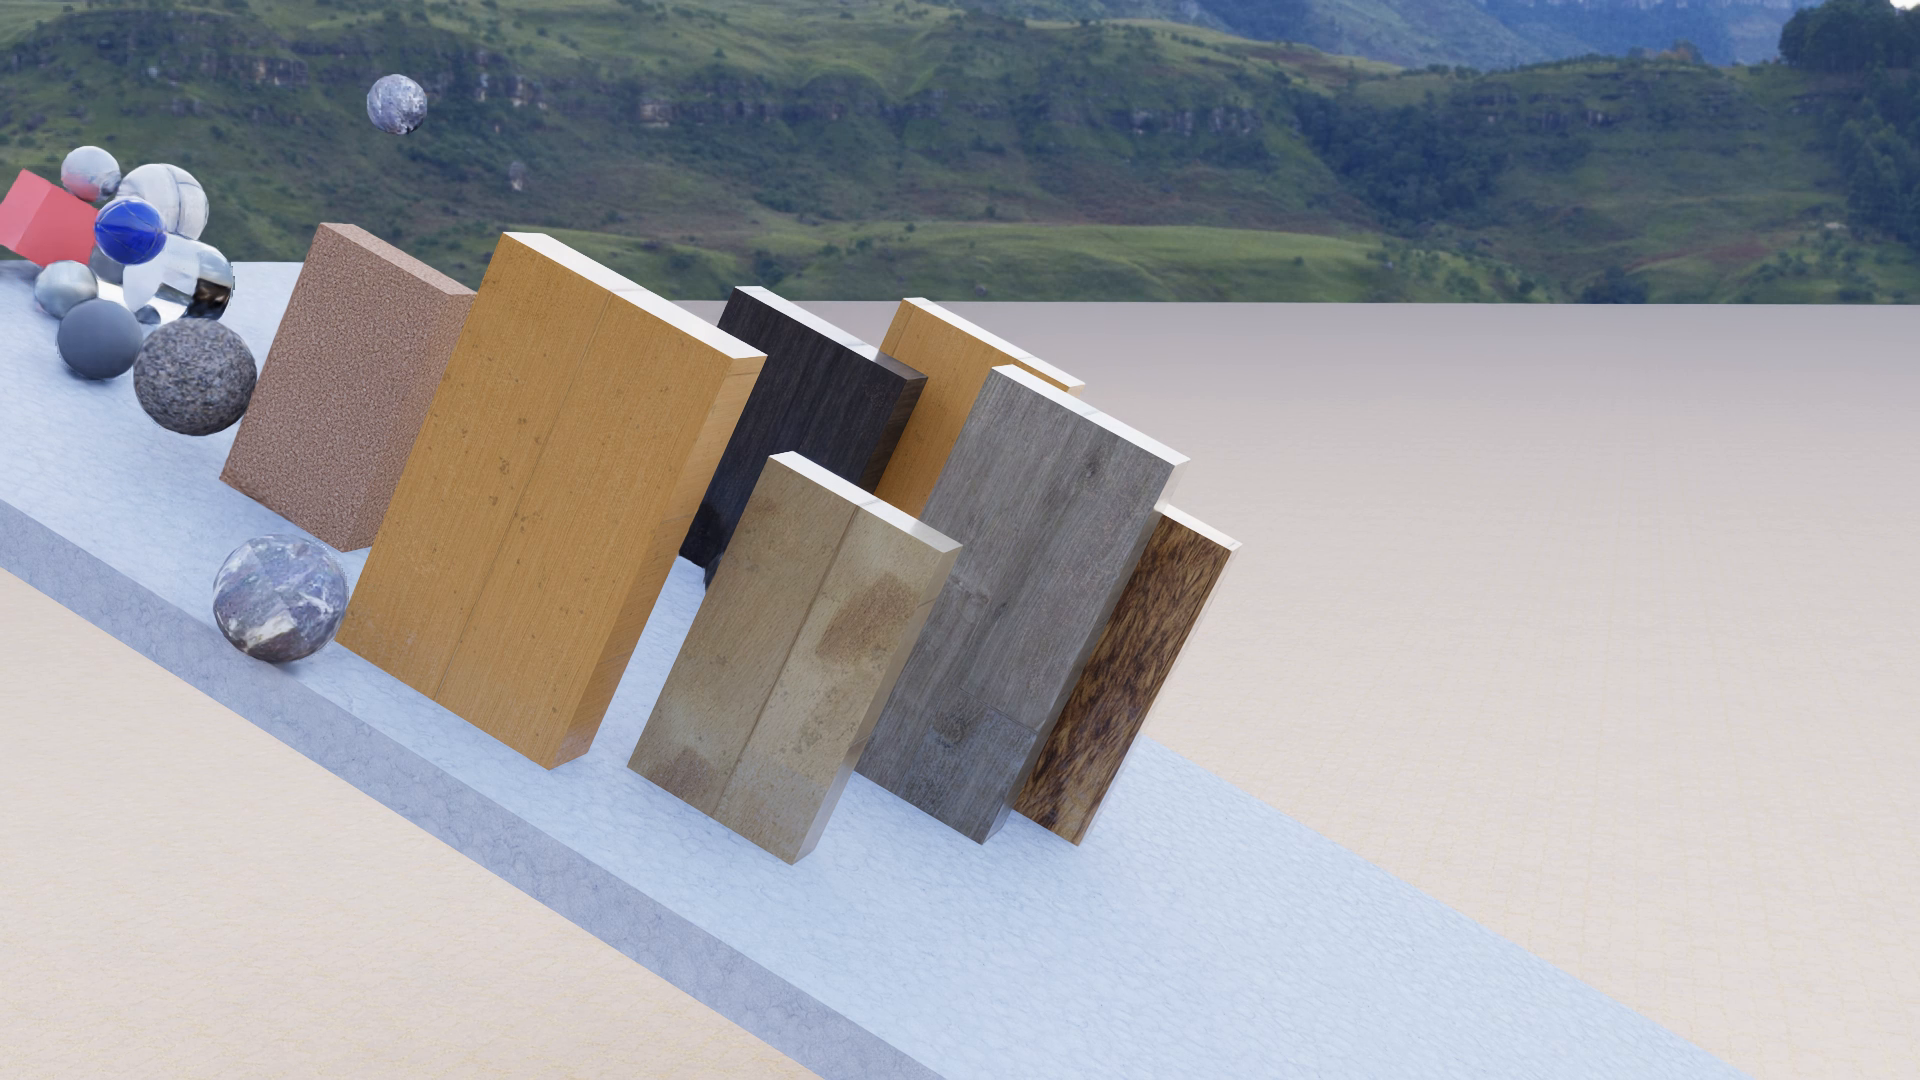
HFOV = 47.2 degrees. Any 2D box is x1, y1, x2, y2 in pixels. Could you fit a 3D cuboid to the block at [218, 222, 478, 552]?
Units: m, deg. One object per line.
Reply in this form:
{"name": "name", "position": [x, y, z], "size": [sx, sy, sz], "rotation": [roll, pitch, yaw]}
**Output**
{"name": "block", "position": [-1.080, -0.269, 3.879], "size": [0.276, 0.504, 0.105], "rotation": [29, 14, 12]}

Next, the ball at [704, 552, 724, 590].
{"name": "ball", "position": [-0.453, 0.082, 4.417], "size": [0.123, 0.123, 0.123], "rotation": [0, 7, 0]}

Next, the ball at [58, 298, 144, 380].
{"name": "ball", "position": [-1.597, -0.373, 4.086], "size": [0.149, 0.149, 0.149], "rotation": [0, 7, 0]}

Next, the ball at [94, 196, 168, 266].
{"name": "ball", "position": [-1.609, -0.599, 4.267], "size": [0.134, 0.134, 0.134], "rotation": [0, 7, 0]}

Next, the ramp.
{"name": "ramp", "position": [-0.243, 0.409, 4.159], "size": [4.000, 0.100, 2.000], "rotation": [29, 14, 12]}

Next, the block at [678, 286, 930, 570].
{"name": "block", "position": [-0.389, -0.188, 4.684], "size": [0.425, 0.570, 0.145], "rotation": [29, 14, 12]}

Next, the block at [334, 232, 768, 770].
{"name": "block", "position": [-0.647, -0.062, 3.441], "size": [0.421, 0.718, 0.133], "rotation": [29, 14, 12]}

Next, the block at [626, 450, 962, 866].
{"name": "block", "position": [-0.268, 0.188, 3.512], "size": [0.319, 0.571, 0.102], "rotation": [29, 14, 12]}

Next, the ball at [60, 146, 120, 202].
{"name": "ball", "position": [-1.791, -0.753, 4.532], "size": [0.115, 0.115, 0.115], "rotation": [0, 7, 0]}

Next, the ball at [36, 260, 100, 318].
{"name": "ball", "position": [-1.750, -0.490, 4.310], "size": [0.117, 0.117, 0.117], "rotation": [0, 7, 0]}

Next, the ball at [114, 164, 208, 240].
{"name": "ball", "position": [-1.663, -0.690, 4.580], "size": [0.185, 0.185, 0.185], "rotation": [0, 7, 0]}

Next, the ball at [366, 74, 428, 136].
{"name": "ball", "position": [-1.193, -0.922, 4.661], "size": [0.126, 0.126, 0.126], "rotation": [0, 7, 0]}

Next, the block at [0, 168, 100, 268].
{"name": "block", "position": [-1.845, -0.635, 4.467], "size": [0.155, 0.155, 0.155], "rotation": [26, -6, 42]}

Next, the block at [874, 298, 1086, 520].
{"name": "block", "position": [-0.070, -0.131, 4.812], "size": [0.413, 0.681, 0.141], "rotation": [29, 14, 12]}

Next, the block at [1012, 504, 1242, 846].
{"name": "block", "position": [0.206, 0.200, 4.172], "size": [0.397, 0.641, 0.111], "rotation": [29, 14, 12]}

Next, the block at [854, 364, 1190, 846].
{"name": "block", "position": [0.067, 0.116, 3.954], "size": [0.366, 0.773, 0.138], "rotation": [29, 14, 12]}

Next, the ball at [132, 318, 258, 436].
{"name": "ball", "position": [-1.350, -0.288, 3.882], "size": [0.209, 0.209, 0.209], "rotation": [0, 7, 0]}

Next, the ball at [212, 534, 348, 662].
{"name": "ball", "position": [-1.025, 0.087, 3.315], "size": [0.195, 0.195, 0.195], "rotation": [0, 7, 0]}

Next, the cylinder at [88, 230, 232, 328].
{"name": "cylinder", "position": [-1.619, -0.530, 4.455], "size": [0.196, 0.196, 0.196], "rotation": [3, -6, 22]}
